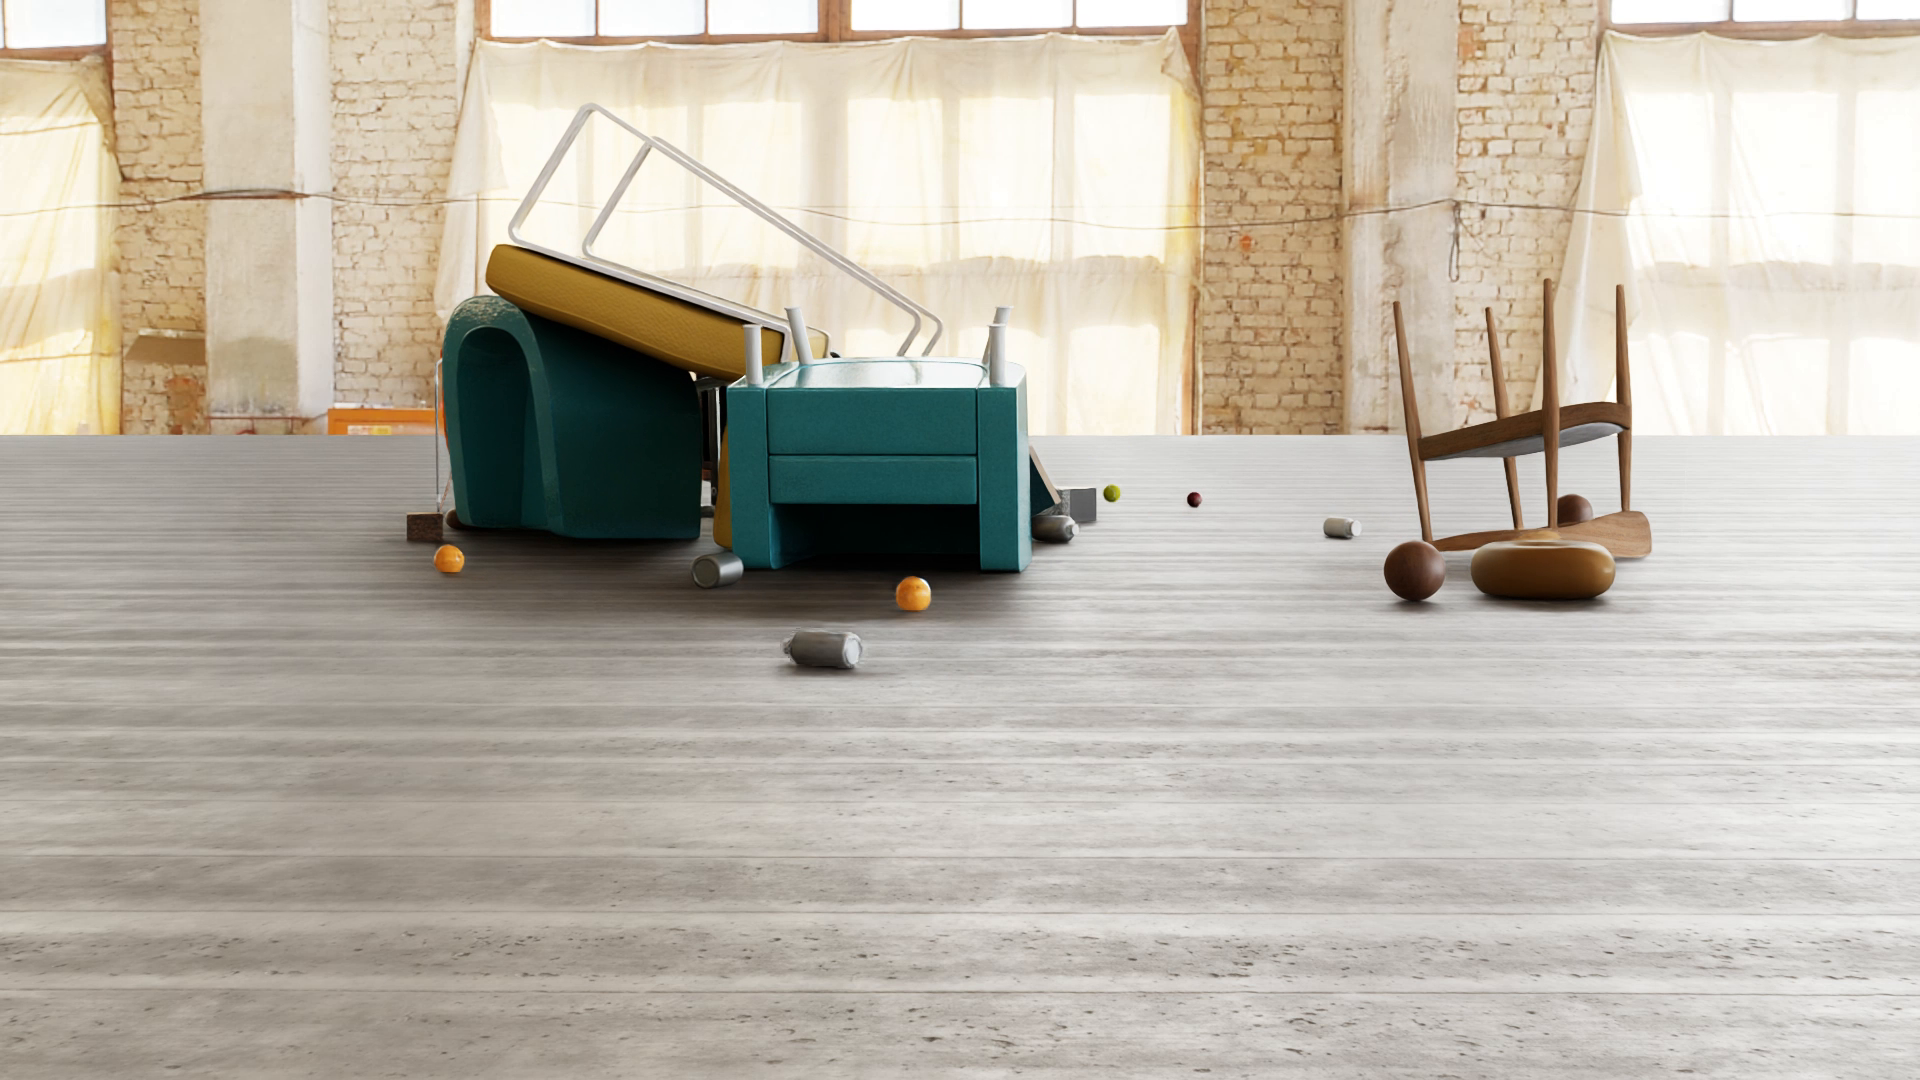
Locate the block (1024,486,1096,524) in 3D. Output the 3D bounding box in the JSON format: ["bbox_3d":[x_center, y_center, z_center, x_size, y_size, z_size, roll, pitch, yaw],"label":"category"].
[{"bbox_3d":[0.315,-0.122,7.495,0.237,0.114,0.185,3,5,41],"label":"block"}]

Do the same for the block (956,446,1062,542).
[{"bbox_3d":[0.145,-0.140,6.546,0.237,0.190,0.178,-28,0,9],"label":"block"}]

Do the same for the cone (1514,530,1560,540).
[{"bbox_3d":[1.446,0.053,5.435,0.188,0.082,0.191,-18,22,-8],"label":"cone"}]

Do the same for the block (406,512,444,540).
[{"bbox_3d":[-1.604,-0.042,6.592,0.105,0.077,0.112,-1,4,-14],"label":"block"}]

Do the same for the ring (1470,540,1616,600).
[{"bbox_3d":[1.267,0.064,4.787,0.264,0.115,0.320,-6,5,-44],"label":"ring"}]

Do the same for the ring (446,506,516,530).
[{"bbox_3d":[-1.543,-0.070,7.074,0.223,0.068,0.187,0,5,-7],"label":"ring"}]
